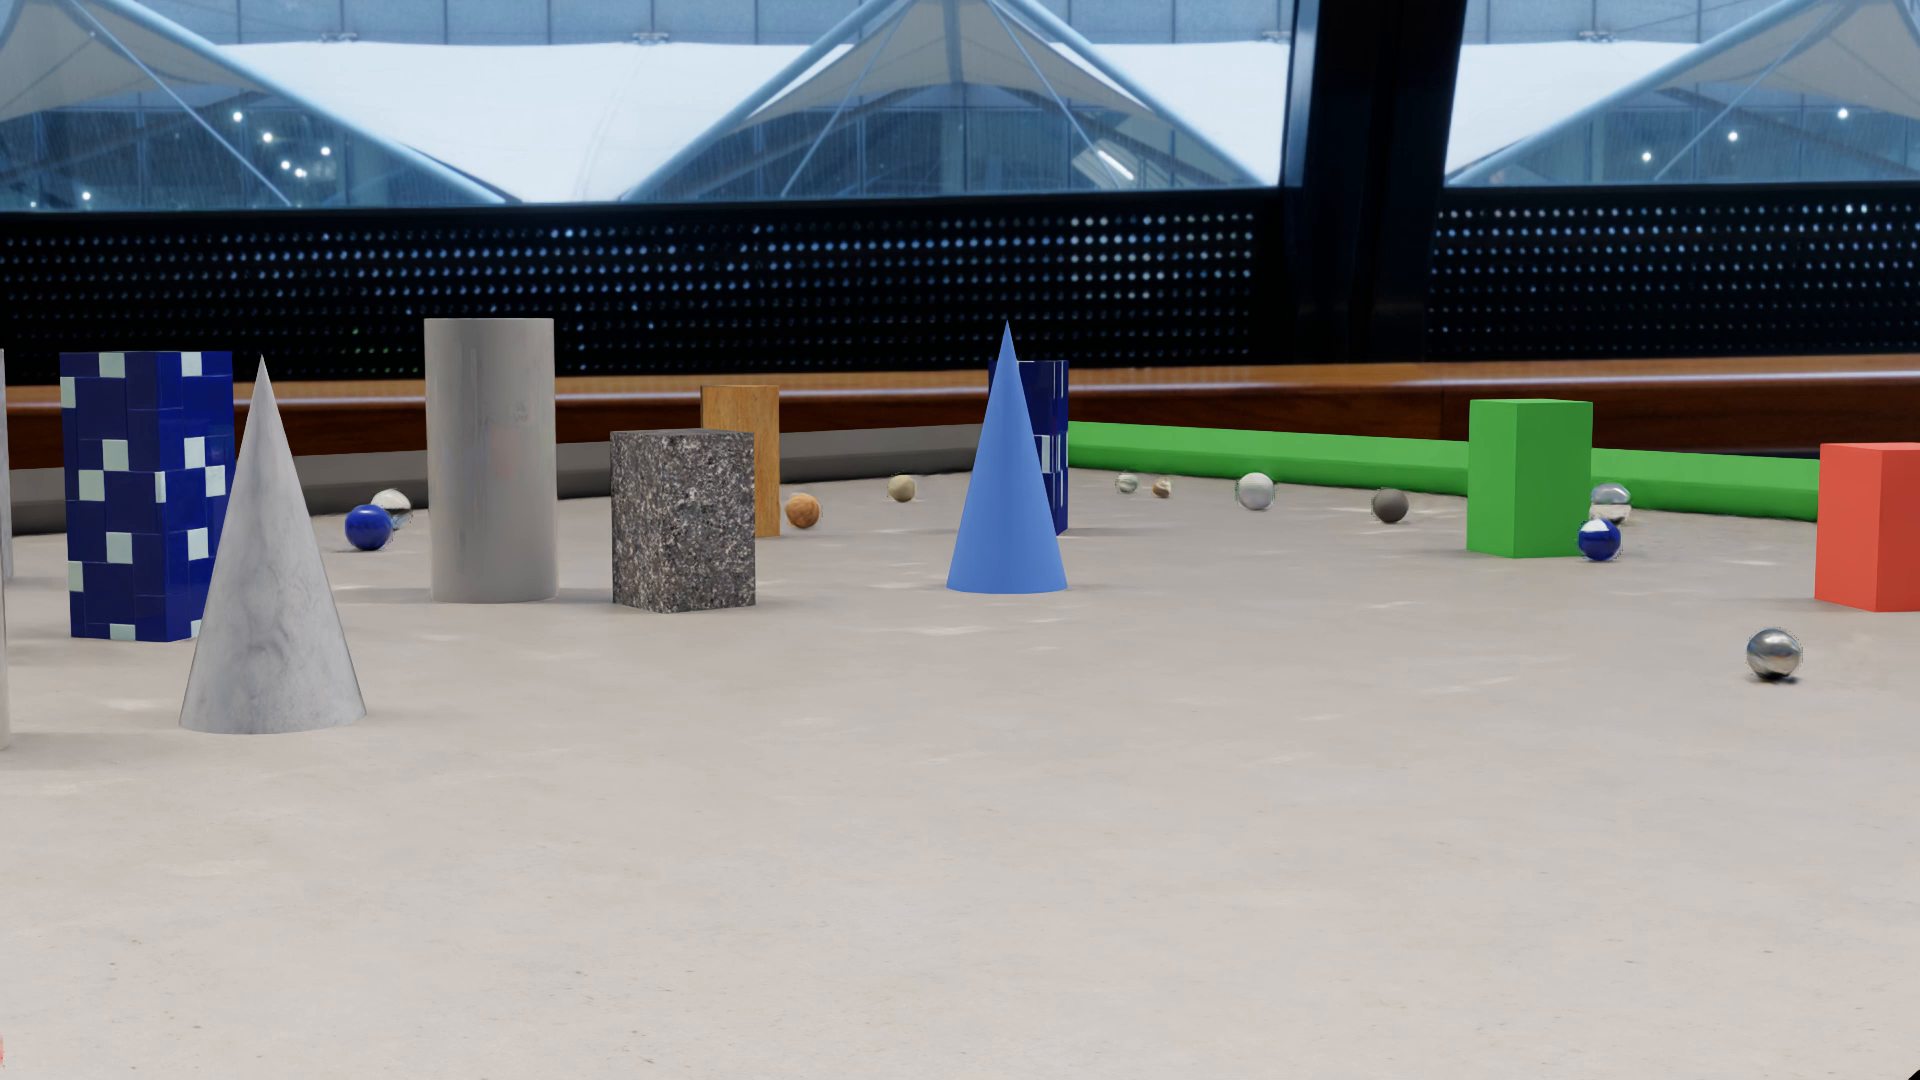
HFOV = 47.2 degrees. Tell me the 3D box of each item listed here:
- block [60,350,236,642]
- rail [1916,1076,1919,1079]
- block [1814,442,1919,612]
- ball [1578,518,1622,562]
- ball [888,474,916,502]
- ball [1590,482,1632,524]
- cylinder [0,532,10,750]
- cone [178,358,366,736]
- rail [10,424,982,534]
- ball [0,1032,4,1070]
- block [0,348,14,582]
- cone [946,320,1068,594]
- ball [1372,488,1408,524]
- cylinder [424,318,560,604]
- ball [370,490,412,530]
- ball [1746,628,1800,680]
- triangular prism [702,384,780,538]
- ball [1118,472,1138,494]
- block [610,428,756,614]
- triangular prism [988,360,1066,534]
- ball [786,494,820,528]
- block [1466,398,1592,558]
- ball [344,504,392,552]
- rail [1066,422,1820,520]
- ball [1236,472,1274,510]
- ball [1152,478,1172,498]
[{"bbox_3d":[-1.115,-0.065,3.036,0.158,0.388,0.158,2,6,19],"label":"block"},{"bbox_3d":[1.367,0.187,1.858,4.483,0.128,0.045,-5,8,-42],"label":"rail"},{"bbox_3d":[1.416,-0.022,3.332,0.158,0.240,0.158,-1,6,-11],"label":"block"},{"bbox_3d":[1.139,0.000,3.917,0.075,0.075,0.075,0,6,0],"label":"ball"},{"bbox_3d":[-0.134,-0.120,5.111,0.065,0.065,0.065,0,6,0],"label":"ball"},{"bbox_3d":[1.355,-0.077,4.583,0.089,0.089,0.089,0,6,0],"label":"ball"},{"bbox_3d":[-1.072,0.032,2.217,0.197,0.365,0.197,0,6,0],"label":"cylinder"},{"bbox_3d":[-0.752,-0.003,2.391,0.197,0.398,0.197,0,6,0],"label":"cone"},{"bbox_3d":[-1.367,-0.121,4.805,4.483,0.128,0.045,-5,8,-42],"label":"rail"},{"bbox_3d":[-0.565,0.284,1.207,0.073,0.073,0.073,0,6,0],"label":"ball"},{"bbox_3d":[-1.650,-0.118,3.576,0.158,0.381,0.158,-1,6,-10],"label":"block"},{"bbox_3d":[0.076,-0.139,3.538,0.197,0.431,0.197,0,6,0],"label":"cone"},{"bbox_3d":[0.904,-0.073,4.615,0.075,0.075,0.075,0,6,0],"label":"ball"},{"bbox_3d":[-0.728,-0.128,3.424,0.197,0.432,0.197,0,6,0],"label":"cylinder"},{"bbox_3d":[-1.159,-0.062,4.475,0.082,0.082,0.082,0,6,0],"label":"ball"},{"bbox_3d":[0.983,0.138,2.657,0.062,0.062,0.062,0,6,0],"label":"ball"},{"bbox_3d":[-0.469,-0.157,4.350,0.171,0.297,0.148,-5,8,-38],"label":"triangular prism"},{"bbox_3d":[0.408,-0.138,5.356,0.051,0.051,0.051,0,6,0],"label":"ball"},{"bbox_3d":[-0.420,-0.033,3.333,0.158,0.262,0.158,-4,7,-37],"label":"block"},{"bbox_3d":[0.170,-0.190,4.442,0.171,0.344,0.148,5,8,40],"label":"triangular prism"},{"bbox_3d":[-0.322,-0.060,4.507,0.071,0.071,0.071,0,6,0],"label":"ball"},{"bbox_3d":[1.045,-0.116,4.041,0.158,0.279,0.158,-2,6,-18],"label":"block"},{"bbox_3d":[-1.098,-0.023,4.078,0.087,0.087,0.087,0,6,0],"label":"ball"},{"bbox_3d":[1.630,-0.123,4.828,0.045,0.128,4.079,-5,8,-42],"label":"rail"},{"bbox_3d":[0.661,-0.109,4.913,0.085,0.085,0.085,0,6,0],"label":"ball"},{"bbox_3d":[0.481,-0.123,5.237,0.045,0.045,0.045,0,6,0],"label":"ball"}]
